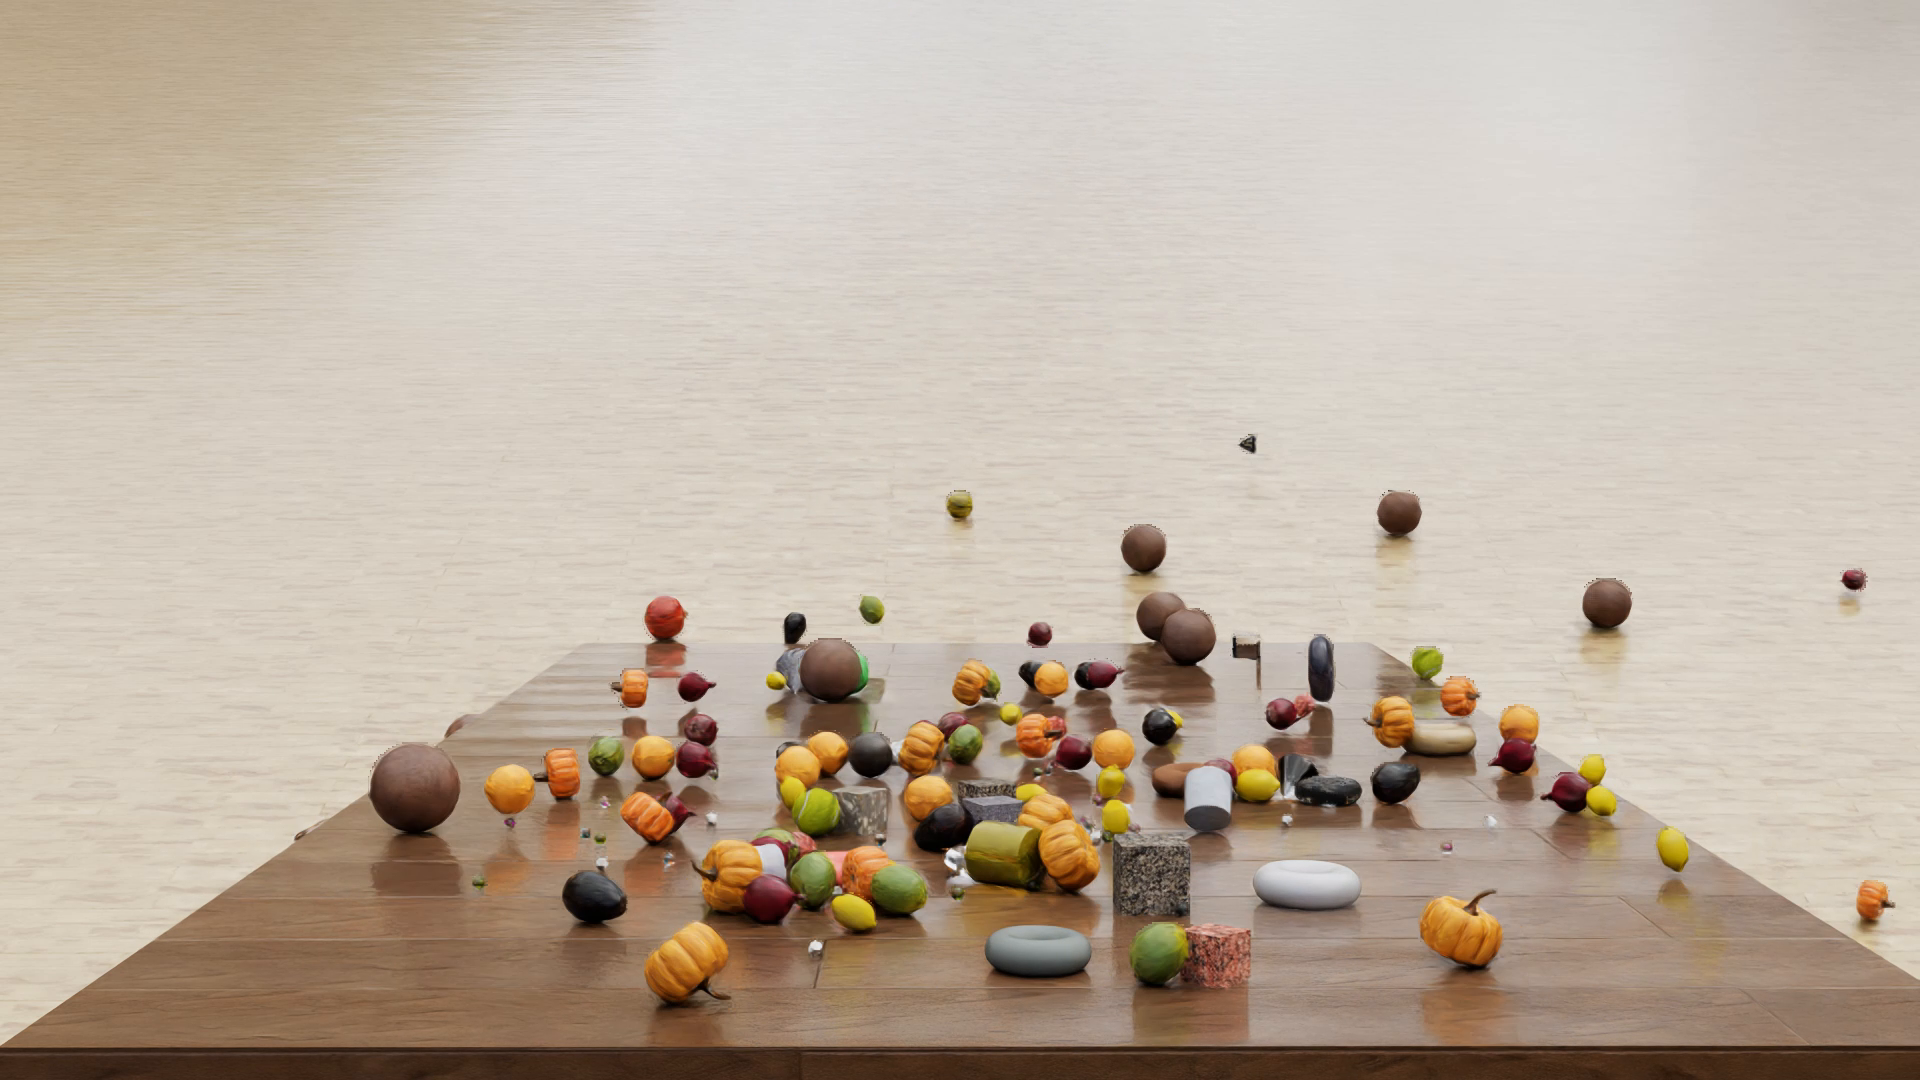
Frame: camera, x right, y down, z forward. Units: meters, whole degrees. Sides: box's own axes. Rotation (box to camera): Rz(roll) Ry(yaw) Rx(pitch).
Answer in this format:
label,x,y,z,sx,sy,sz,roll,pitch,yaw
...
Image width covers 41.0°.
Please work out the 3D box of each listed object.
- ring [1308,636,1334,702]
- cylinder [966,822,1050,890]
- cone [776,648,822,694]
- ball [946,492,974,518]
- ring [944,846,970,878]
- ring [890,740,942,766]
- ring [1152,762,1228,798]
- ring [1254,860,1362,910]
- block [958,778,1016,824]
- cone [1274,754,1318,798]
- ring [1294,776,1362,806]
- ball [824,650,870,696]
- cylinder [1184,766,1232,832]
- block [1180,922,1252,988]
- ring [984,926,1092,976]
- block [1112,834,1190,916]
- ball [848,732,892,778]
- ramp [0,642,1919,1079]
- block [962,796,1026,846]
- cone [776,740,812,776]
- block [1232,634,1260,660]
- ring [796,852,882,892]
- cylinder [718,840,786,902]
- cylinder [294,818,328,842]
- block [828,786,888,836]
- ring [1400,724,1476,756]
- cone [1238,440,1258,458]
label,x,y,z,sx,sy,sz,roll,pitch,yaw
ring,0.738,0.265,5.252,0.045,0.136,0.136,-3,20,12
cylinder,0.062,0.411,3.346,0.080,0.080,0.080,3,19,34
cone,-0.349,0.301,5.497,0.099,0.099,0.099,1,30,2
ball,0.000,-0.103,7.666,0.080,0.080,0.080,0,20,0
ring,0.022,0.430,3.430,0.087,0.029,0.087,5,9,-1
ring,-0.080,0.369,4.455,0.100,0.033,0.100,0,5,0
ring,0.370,0.385,4.110,0.128,0.043,0.128,0,5,0
ring,0.438,0.435,3.240,0.136,0.045,0.136,1,4,0
block,0.040,0.391,3.813,0.064,0.064,0.064,-2,4,-28
cone,0.524,0.391,4.081,0.072,0.072,0.072,9,33,22
ring,0.577,0.393,4.025,0.105,0.035,0.105,-1,4,0
ball,-0.239,0.280,5.422,0.096,0.096,0.096,0,20,0
cylinder,0.362,0.378,3.753,0.068,0.068,0.068,2,49,5
block,0.280,0.455,2.815,0.055,0.055,0.055,3,5,44
ring,0.087,0.460,2.876,0.120,0.040,0.120,1,3,0
block,0.238,0.417,3.202,0.086,0.086,0.086,0,3,-3
ball,-0.149,0.359,4.280,0.074,0.074,0.074,0,20,0
ramp,0.048,0.431,4.533,2.000,0.100,4.000,0,3,0
block,0.048,0.401,3.623,0.067,0.067,0.067,-2,4,-25
cone,-0.285,0.380,4.311,0.061,0.061,0.061,3,34,7
block,0.688,0.255,6.169,0.056,0.056,0.056,1,4,17
ring,-0.158,0.432,3.350,0.114,0.038,0.114,-1,4,0
cylinder,-0.265,0.423,3.271,0.066,0.066,0.066,-15,25,-24
cylinder,-1.399,0.660,5.615,0.080,0.080,0.080,13,24,31
block,-0.149,0.396,3.760,0.061,0.061,0.061,2,4,36
ring,0.852,0.355,4.574,0.135,0.045,0.135,-1,3,0
cone,0.902,-0.301,8.116,0.062,0.062,0.062,27,28,16
